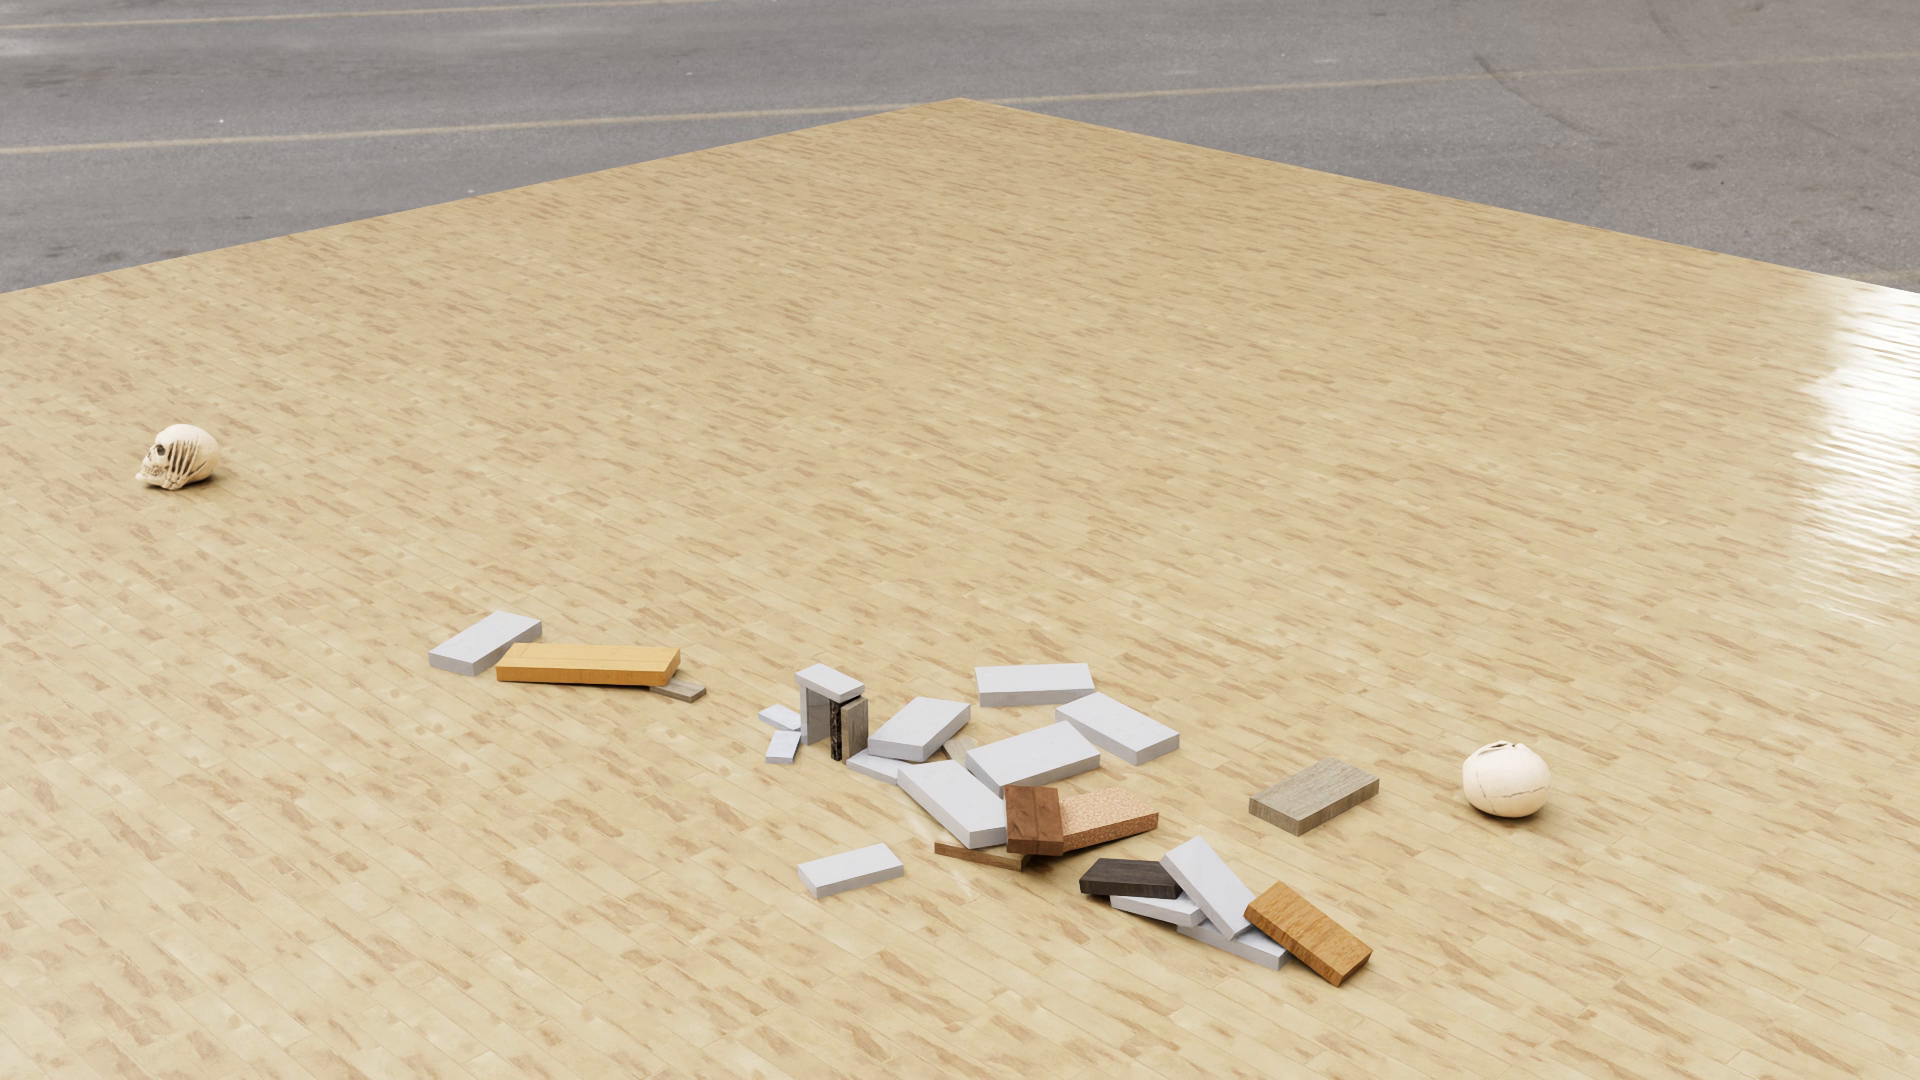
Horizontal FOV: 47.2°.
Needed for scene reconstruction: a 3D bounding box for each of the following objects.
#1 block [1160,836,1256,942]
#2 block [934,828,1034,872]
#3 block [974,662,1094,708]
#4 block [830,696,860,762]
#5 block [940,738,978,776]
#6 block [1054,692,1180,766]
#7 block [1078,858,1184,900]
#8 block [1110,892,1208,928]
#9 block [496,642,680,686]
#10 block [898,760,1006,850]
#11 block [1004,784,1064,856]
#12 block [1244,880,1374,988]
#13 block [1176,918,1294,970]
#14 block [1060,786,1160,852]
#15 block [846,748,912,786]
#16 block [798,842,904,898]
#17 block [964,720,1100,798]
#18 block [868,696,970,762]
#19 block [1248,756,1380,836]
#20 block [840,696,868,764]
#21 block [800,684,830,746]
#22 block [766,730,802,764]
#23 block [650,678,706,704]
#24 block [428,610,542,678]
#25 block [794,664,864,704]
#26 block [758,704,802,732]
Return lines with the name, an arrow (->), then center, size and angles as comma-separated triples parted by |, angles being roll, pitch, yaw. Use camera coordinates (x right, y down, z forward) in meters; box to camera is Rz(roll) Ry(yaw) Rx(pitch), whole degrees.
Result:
block -> 0.466, 0.637, 4.035 | 0.097, 0.028, 0.194 | -21, 58, -40
block -> 0.051, 0.600, 4.314 | 0.182, 0.026, 0.091 | 9, 25, 21
block -> 0.167, 0.326, 4.946 | 0.256, 0.036, 0.128 | -2, 23, -5
block -> -0.242, 0.391, 4.658 | 0.020, 0.142, 0.071 | 21, 31, 40
block -> 0.012, 0.461, 4.651 | 0.067, 0.019, 0.133 | -7, 24, -17
block -> 0.339, 0.407, 4.756 | 0.128, 0.036, 0.256 | -18, 29, -36
block -> 0.333, 0.637, 4.139 | 0.194, 0.028, 0.097 | -1, 18, 29
block -> 0.385, 0.670, 4.093 | 0.194, 0.028, 0.097 | 6, 22, 45
block -> -0.848, 0.283, 5.023 | 0.396, 0.036, 0.128 | 1, 22, 9
block -> 0.002, 0.528, 4.420 | 0.129, 0.036, 0.342 | -5, 18, -25
block -> 0.142, 0.544, 4.276 | 0.106, 0.030, 0.227 | 4, 20, -2
block -> 0.628, 0.709, 3.968 | 0.212, 0.030, 0.106 | 36, 38, 26
block -> 0.517, 0.717, 4.032 | 0.212, 0.030, 0.106 | 16, 28, 34
block -> 0.254, 0.555, 4.372 | 0.257, 0.036, 0.129 | -9, 24, -34
block -> -0.165, 0.476, 4.614 | 0.133, 0.019, 0.067 | 16, 28, 33
block -> -0.211, 0.635, 4.230 | 0.182, 0.026, 0.091 | -11, 25, -25
block -> 0.153, 0.459, 4.603 | 0.256, 0.036, 0.128 | -14, 38, -30
block -> -0.086, 0.405, 4.724 | 0.128, 0.036, 0.256 | 6, 19, 23
block -> 0.723, 0.521, 4.486 | 0.257, 0.036, 0.129 | -20, 30, -38
block -> -0.221, 0.403, 4.640 | 0.019, 0.133, 0.067 | 16, 28, 33
block -> -0.309, 0.365, 4.720 | 0.071, 0.142, 0.020 | -21, 31, -41
block -> -0.376, 0.443, 4.696 | 0.058, 0.016, 0.116 | 2, 23, 5
block -> -0.634, 0.336, 4.947 | 0.116, 0.016, 0.058 | 13, 26, 28
block -> -1.108, 0.241, 5.146 | 0.128, 0.036, 0.256 | 11, 25, 25
block -> -0.276, 0.303, 4.657 | 0.071, 0.020, 0.142 | -21, 31, -41
block -> -0.381, 0.394, 4.811 | 0.116, 0.016, 0.058 | 21, 30, 40
